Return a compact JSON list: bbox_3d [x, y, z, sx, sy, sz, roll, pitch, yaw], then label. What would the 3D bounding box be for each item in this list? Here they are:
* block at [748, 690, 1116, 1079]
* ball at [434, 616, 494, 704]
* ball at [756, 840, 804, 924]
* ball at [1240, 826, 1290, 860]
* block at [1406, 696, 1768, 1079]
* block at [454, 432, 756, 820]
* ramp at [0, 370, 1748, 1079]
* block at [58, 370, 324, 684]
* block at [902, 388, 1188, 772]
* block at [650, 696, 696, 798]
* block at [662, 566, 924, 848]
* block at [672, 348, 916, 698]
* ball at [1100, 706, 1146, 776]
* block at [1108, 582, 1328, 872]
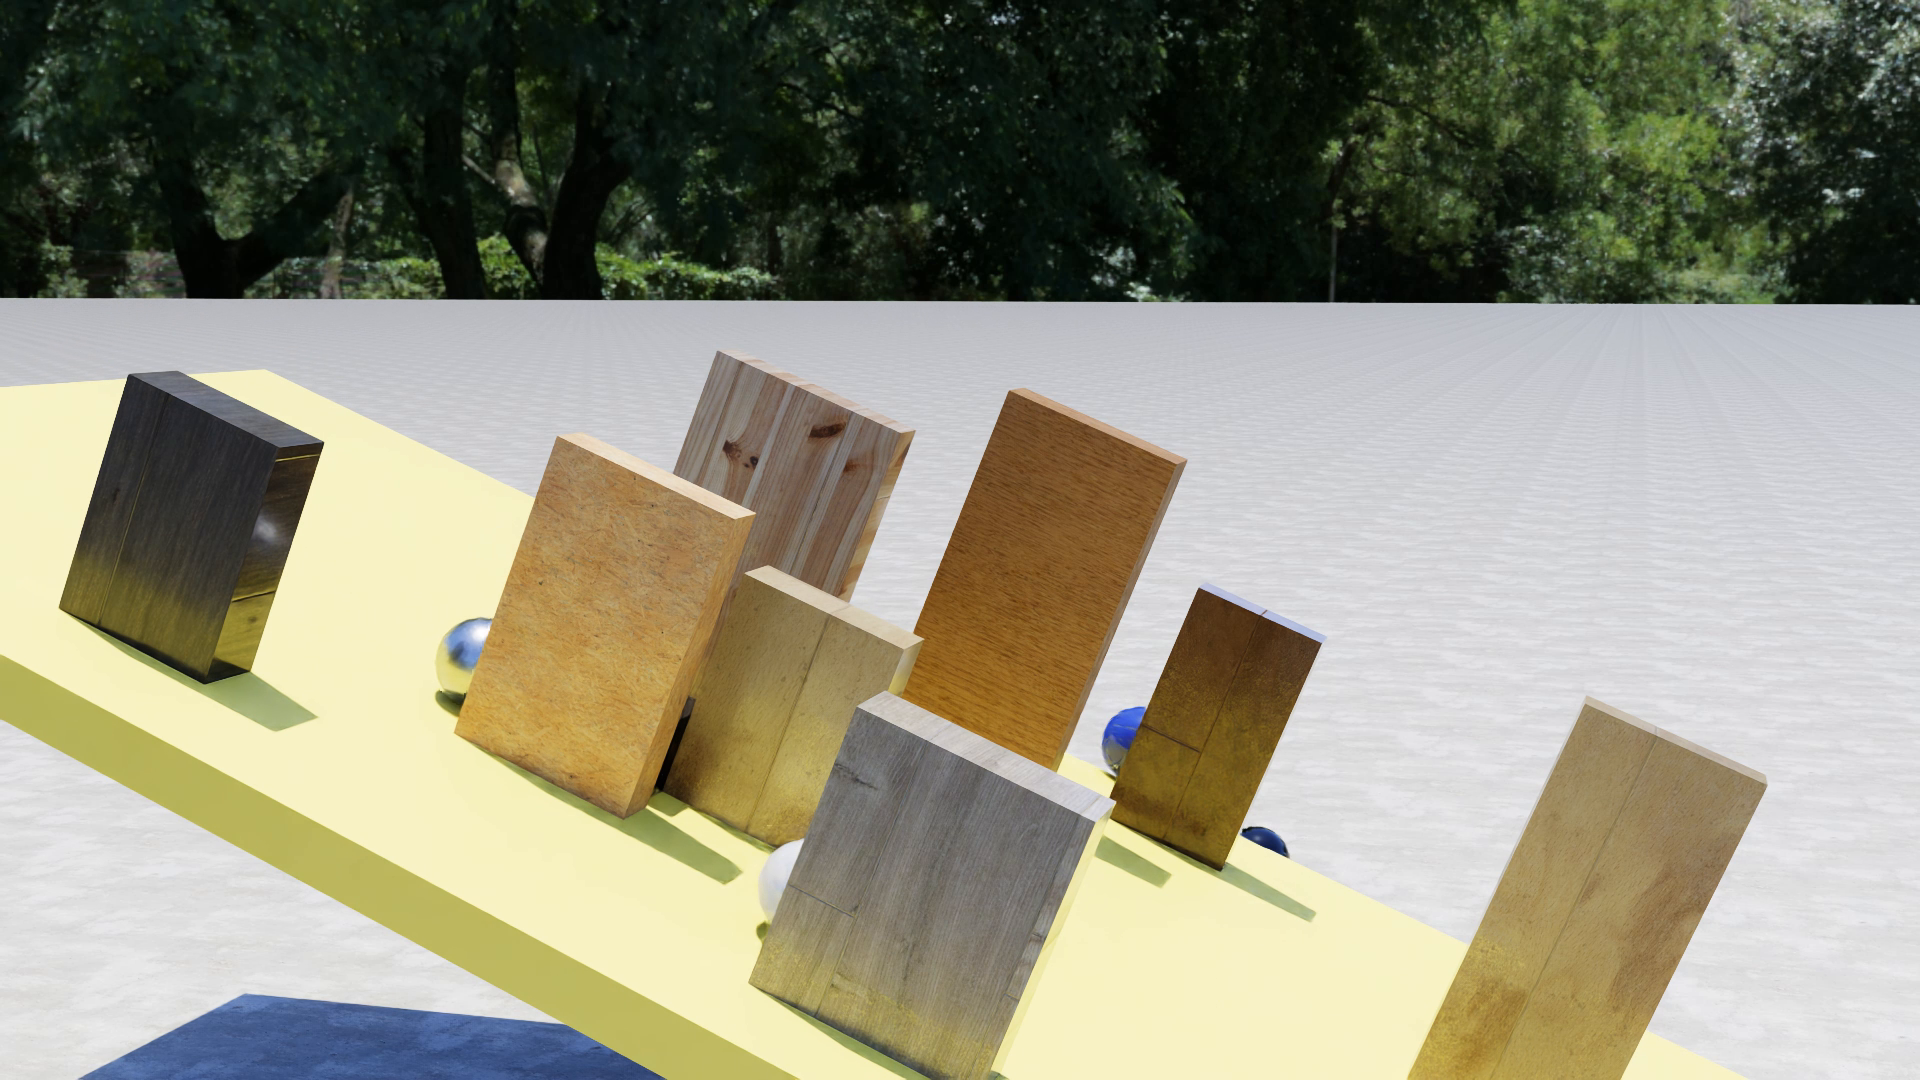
[{"bbox_3d":[-0.045,0.535,3.330,0.395,0.477,0.130,25,13,13],"label":"block"},{"bbox_3d":[-0.867,0.222,3.984,0.164,0.164,0.164,0,7,0],"label":"ball"},{"bbox_3d":[-0.249,0.564,3.558,0.158,0.158,0.158,0,7,0],"label":"ball"},{"bbox_3d":[0.888,0.958,6.588,0.200,0.200,0.200,0,7,0],"label":"ball"},{"bbox_3d":[1.101,0.693,3.895,0.328,0.768,0.084,25,13,13],"label":"block"},{"bbox_3d":[-0.616,0.146,3.790,0.349,0.568,0.093,25,13,13],"label":"block"},{"bbox_3d":[-0.305,0.540,4.194,4.000,0.100,2.000,25,13,13],"label":"ramp"},{"bbox_3d":[-1.293,-0.024,3.697,0.306,0.430,0.129,25,13,13],"label":"block"},{"bbox_3d":[0.141,0.126,4.593,0.378,0.797,0.115,25,13,13],"label":"block"},{"bbox_3d":[-0.575,0.349,3.955,0.156,0.156,0.156,25,13,13],"label":"block"},{"bbox_3d":[-0.299,0.314,3.922,0.320,0.434,0.112,25,13,13],"label":"block"},{"bbox_3d":[-0.406,0.014,4.416,0.414,0.683,0.094,25,13,13],"label":"block"},{"bbox_3d":[0.413,0.473,5.062,0.178,0.178,0.178,0,7,0],"label":"ball"},{"bbox_3d":[0.541,0.399,4.698,0.283,0.544,0.086,25,13,13],"label":"block"}]
